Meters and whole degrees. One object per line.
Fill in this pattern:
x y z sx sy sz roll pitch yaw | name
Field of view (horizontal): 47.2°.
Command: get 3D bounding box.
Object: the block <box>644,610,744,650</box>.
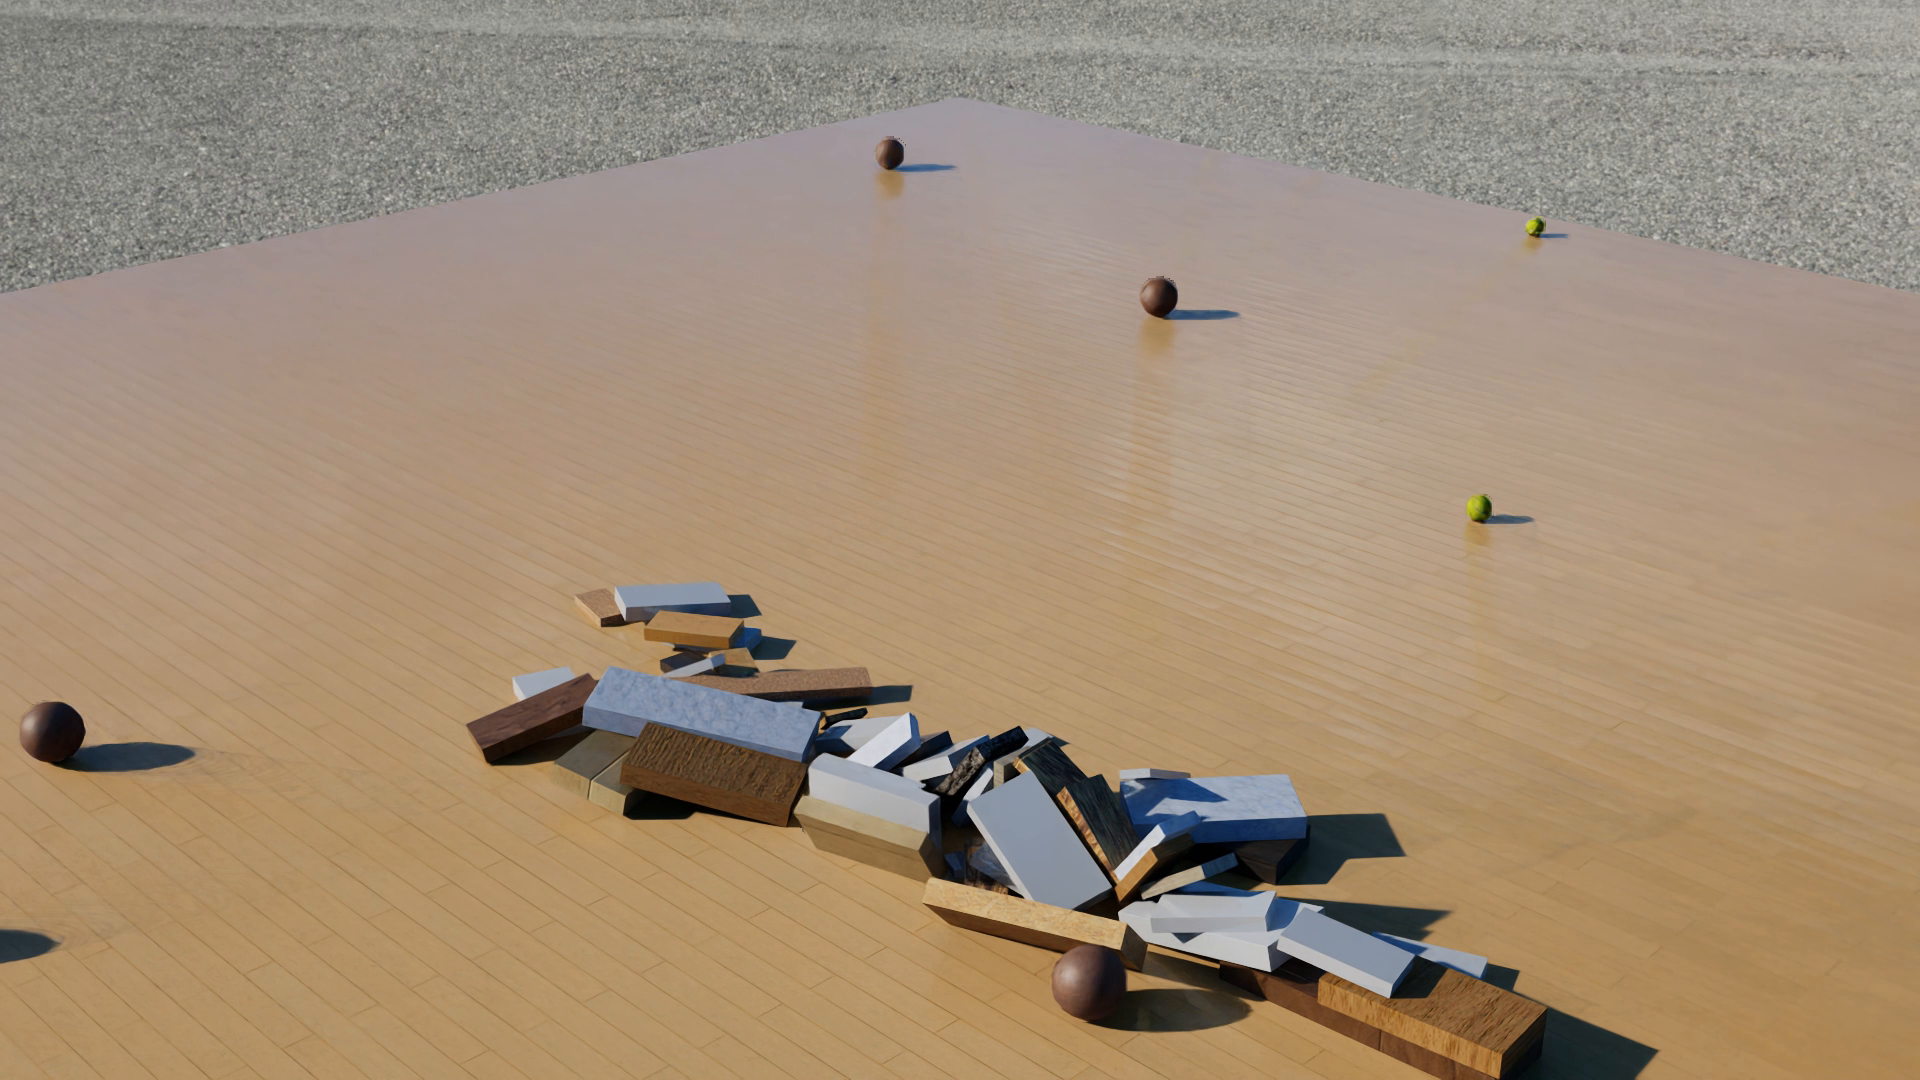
-0.622 0.210 5.152 0.210 0.030 0.105 5 24 12 | block

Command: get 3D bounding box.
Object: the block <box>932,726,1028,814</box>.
0.030 0.464 4.392 0.123 0.246 0.035 -21 69 -40 | block

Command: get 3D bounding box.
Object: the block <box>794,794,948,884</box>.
-0.171 0.577 4.220 0.283 0.141 0.040 13 58 28 | block

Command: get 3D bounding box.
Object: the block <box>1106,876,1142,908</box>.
0.301 0.630 4.162 0.088 0.025 0.176 -20 52 -39 | block

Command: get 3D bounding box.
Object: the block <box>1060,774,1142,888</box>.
0.279 0.547 4.147 0.091 0.026 0.211 -14 64 -35 | block

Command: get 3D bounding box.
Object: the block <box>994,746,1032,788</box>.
0.110 0.508 4.320 0.095 0.190 0.027 -20 29 -39 | block

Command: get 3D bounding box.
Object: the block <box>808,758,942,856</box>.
-0.167 0.534 4.318 0.283 0.141 0.040 14 29 29 | block

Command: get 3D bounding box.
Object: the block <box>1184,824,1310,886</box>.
0.500 0.577 4.340 0.339 0.048 0.170 13 26 28 | block

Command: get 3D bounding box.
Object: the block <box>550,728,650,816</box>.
-0.679 0.443 4.587 0.175 0.049 0.349 22 29 17 | block

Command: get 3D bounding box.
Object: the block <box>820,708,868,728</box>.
-0.255 0.388 4.791 0.099 0.014 0.049 -11 -16 -25 | block

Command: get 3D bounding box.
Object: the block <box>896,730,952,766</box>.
-0.121 0.440 4.568 0.102 0.029 0.204 -23 4 -43 | block

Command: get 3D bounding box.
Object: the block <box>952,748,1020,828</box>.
0.058 0.493 4.373 0.095 0.190 0.027 -20 61 -40 | block

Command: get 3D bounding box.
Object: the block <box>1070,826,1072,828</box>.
0.188 0.521 4.231 0.082 0.023 0.165 -20 60 -39 | block

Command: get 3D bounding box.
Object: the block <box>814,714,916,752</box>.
-0.201 0.412 4.672 0.204 0.029 0.102 -8 16 34 | block

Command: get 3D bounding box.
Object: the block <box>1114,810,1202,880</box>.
0.363 0.563 4.037 0.091 0.183 0.026 -15 63 -36 | block

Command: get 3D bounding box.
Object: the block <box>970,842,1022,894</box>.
0.108 0.630 4.181 0.164 0.023 0.082 28 31 15 | block

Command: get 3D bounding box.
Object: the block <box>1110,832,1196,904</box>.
0.353 0.605 4.043 0.091 0.183 0.026 -17 64 -34 | block

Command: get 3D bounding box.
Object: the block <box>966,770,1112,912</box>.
0.148 0.580 4.131 0.141 0.040 0.283 -25 61 -19 | block

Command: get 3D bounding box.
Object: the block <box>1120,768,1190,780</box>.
0.395 0.474 4.422 0.061 0.017 0.300 -6 -10 21 | block

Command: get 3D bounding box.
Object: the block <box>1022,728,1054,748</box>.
0.136 0.438 4.707 0.122 0.017 0.061 -20 30 -39 | block

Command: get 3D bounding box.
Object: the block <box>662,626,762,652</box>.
-0.586 0.228 5.185 0.210 0.030 0.105 9 24 20 | block

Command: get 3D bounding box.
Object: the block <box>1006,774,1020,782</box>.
0.141 0.533 4.293 0.082 0.165 0.023 -20 14 -39 | block

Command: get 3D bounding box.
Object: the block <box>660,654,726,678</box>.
-0.613 0.294 4.927 0.161 0.023 0.081 -19 1 15 | block

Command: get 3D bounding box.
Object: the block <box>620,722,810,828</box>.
-0.498 0.477 4.482 0.349 0.049 0.175 14 25 3 | block

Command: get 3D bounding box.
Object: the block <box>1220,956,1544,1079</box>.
0.721 0.803 3.806 0.541 0.048 0.170 19 29 37 | block

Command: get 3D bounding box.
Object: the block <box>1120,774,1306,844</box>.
0.495 0.530 4.327 0.339 0.048 0.170 -2 23 -4 | block

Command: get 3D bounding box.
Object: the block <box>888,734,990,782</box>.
-0.056 0.455 4.490 0.123 0.035 0.246 -23 2 -43 | block

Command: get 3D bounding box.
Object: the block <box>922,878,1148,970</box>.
0.135 0.688 3.943 0.376 0.048 0.170 10 -19 22 | block

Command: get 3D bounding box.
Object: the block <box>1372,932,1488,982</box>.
0.827 0.761 3.928 0.209 0.030 0.104 10 25 22 | block

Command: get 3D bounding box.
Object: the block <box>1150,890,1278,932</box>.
0.455 0.665 3.931 0.209 0.030 0.104 -4 15 21 | block

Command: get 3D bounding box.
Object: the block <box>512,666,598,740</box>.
-0.893 0.359 4.868 0.128 0.036 0.257 -11 25 -23 | block

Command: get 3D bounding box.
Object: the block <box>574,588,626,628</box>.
-0.868 0.164 5.346 0.081 0.023 0.161 -13 26 -28 | block

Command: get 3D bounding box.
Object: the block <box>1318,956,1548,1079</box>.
0.797 0.787 3.722 0.339 0.048 0.170 18 29 35 | block

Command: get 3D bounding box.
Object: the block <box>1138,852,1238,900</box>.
0.415 0.612 4.005 0.088 0.025 0.176 -13 -12 -40 | block

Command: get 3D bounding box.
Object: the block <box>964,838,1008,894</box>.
0.049 0.631 4.210 0.082 0.023 0.164 3 31 -1 | block

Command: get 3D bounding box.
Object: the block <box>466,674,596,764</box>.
-0.906 0.381 4.727 0.285 0.036 0.128 -23 30 -19 | block

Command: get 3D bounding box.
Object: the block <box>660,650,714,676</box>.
-0.596 0.302 5.016 0.090 0.025 0.179 -19 29 -37 | block

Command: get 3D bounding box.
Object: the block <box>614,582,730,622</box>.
-0.697 0.148 5.332 0.257 0.036 0.128 -2 22 -20 | block

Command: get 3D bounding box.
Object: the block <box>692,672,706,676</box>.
-0.622 0.352 4.858 0.179 0.025 0.090 -20 44 -32 | block

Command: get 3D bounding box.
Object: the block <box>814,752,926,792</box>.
-0.179 0.516 4.387 0.246 0.123 0.035 14 27 29 | block

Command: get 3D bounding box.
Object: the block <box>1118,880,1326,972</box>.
0.472 0.690 3.976 0.339 0.048 0.170 5 20 45 | block

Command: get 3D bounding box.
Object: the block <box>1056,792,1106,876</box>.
0.259 0.546 4.171 0.082 0.023 0.177 -15 64 -36 | block

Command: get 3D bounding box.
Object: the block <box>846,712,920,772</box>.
-0.171 0.446 4.505 0.204 0.029 0.102 -38 24 14 | block

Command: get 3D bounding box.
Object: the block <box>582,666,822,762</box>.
-0.543 0.377 4.643 0.469 0.049 0.175 12 26 5 | block

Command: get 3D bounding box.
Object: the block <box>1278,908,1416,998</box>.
0.663 0.707 3.776 0.209 0.030 0.104 21 30 25 | block

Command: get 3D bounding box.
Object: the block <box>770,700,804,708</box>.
-0.397 0.370 4.835 0.099 0.014 0.050 3 19 3 | block

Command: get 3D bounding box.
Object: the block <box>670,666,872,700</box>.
-0.490 0.328 4.866 0.589 0.023 0.081 -2 31 -13 | block

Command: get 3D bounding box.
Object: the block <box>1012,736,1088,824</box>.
0.200 0.473 4.246 0.095 0.027 0.190 -27 65 -41 | block

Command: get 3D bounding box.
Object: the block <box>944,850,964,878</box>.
0.036 0.622 4.272 0.122 0.017 0.061 -9 25 -20 | block

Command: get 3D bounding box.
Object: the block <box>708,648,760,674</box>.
-0.496 0.308 4.949 0.090 0.025 0.179 -6 35 -23 | block
